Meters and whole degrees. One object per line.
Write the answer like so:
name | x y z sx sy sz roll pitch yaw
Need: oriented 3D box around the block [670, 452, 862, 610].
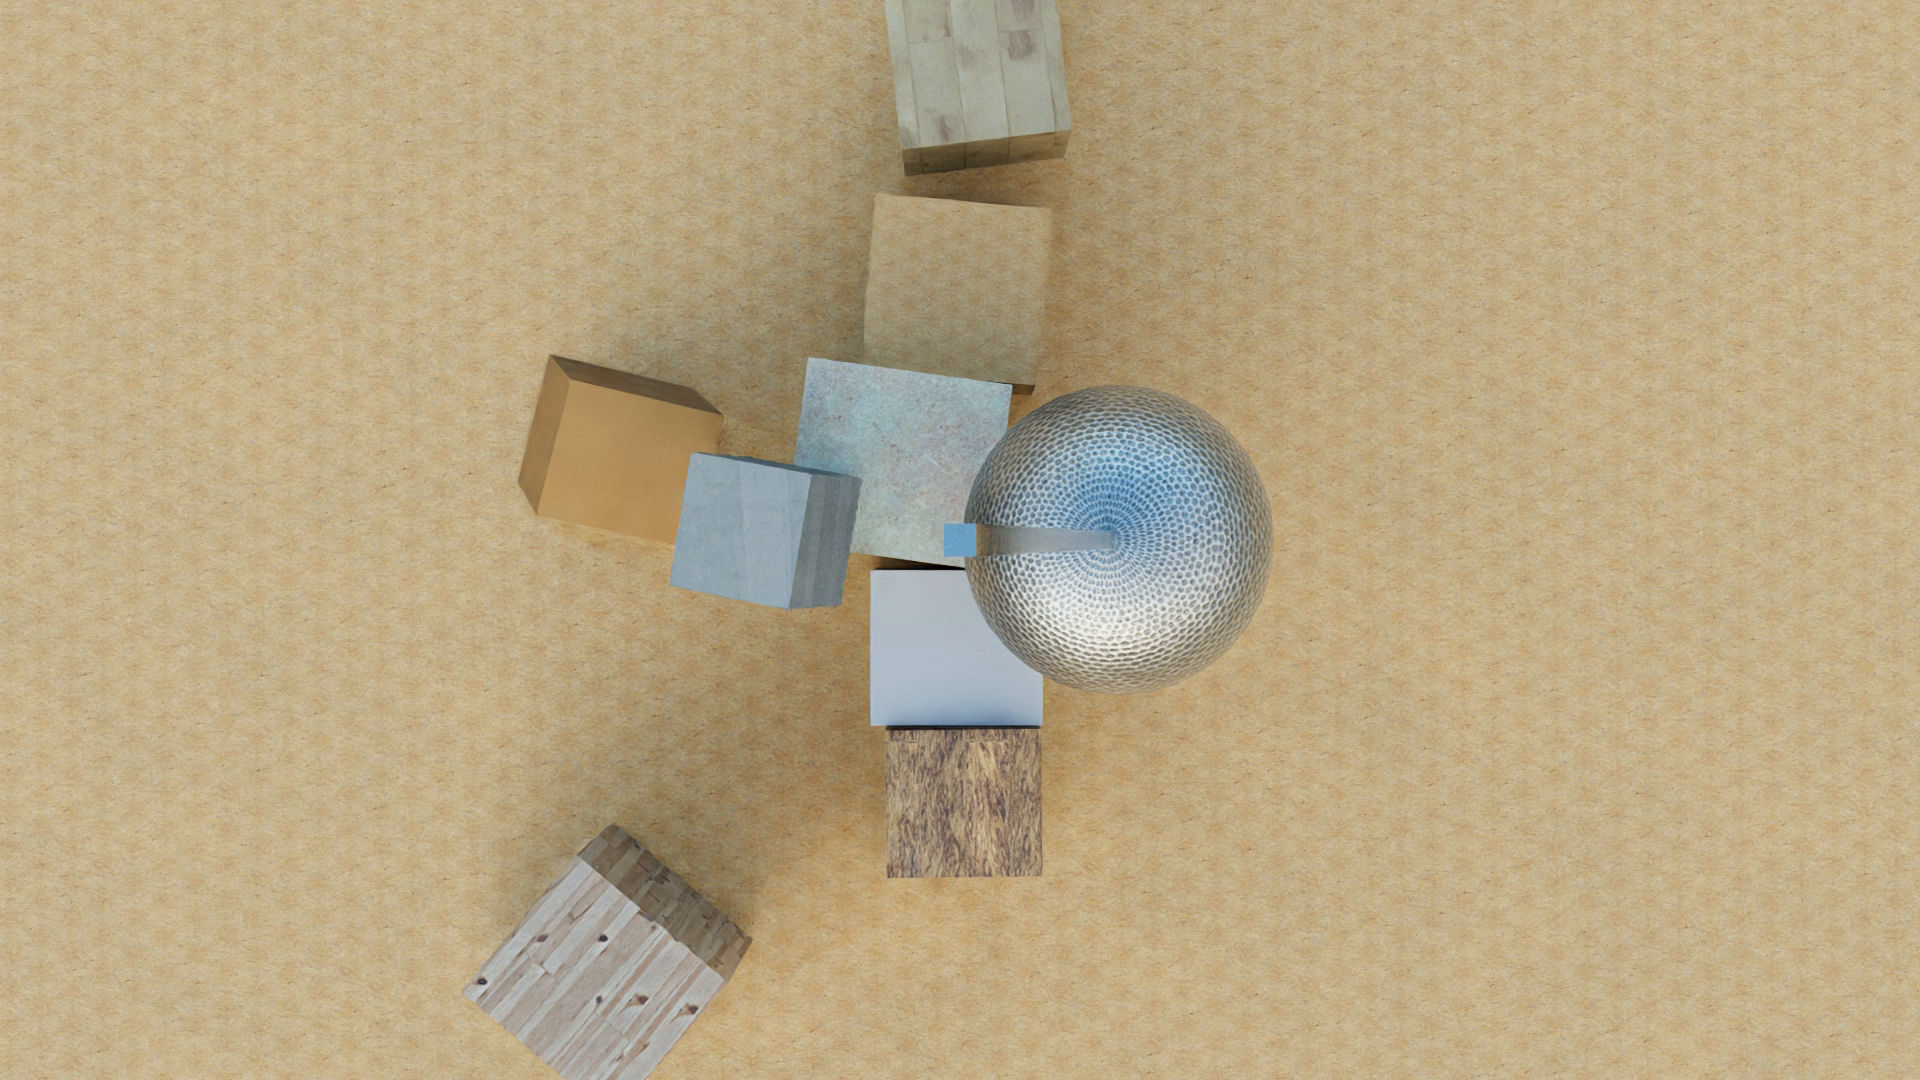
block | -0.997 -0.049 11.411 0.659 0.766 0.687 11 93 16

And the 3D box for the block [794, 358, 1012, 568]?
block | -0.333 -0.408 12.398 1.106 1.203 1.005 8 90 0

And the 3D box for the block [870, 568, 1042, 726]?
block | -0.018 0.594 12.562 0.951 0.876 0.854 0 90 0

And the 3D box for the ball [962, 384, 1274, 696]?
ball | 0.809 0.000 11.310 1.600 1.600 1.600 0 90 0

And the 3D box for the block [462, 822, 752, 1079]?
block | -1.965 2.403 12.449 1.077 1.048 0.987 40 93 0

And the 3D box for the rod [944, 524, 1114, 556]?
rod | 0.351 0.000 7.941 0.080 5.200 0.080 0 90 8

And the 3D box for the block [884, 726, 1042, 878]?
block | 0.020 1.443 12.521 0.855 0.958 0.808 -1 90 0

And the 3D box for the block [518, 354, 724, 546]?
block | -1.922 -0.509 12.380 0.864 0.870 0.764 13 99 -21

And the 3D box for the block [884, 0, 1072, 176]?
block | 0.094 -2.652 12.553 0.945 0.894 0.901 -7 90 0

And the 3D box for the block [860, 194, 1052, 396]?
block | -0.022 -1.389 12.590 0.979 0.820 0.980 5 90 0
